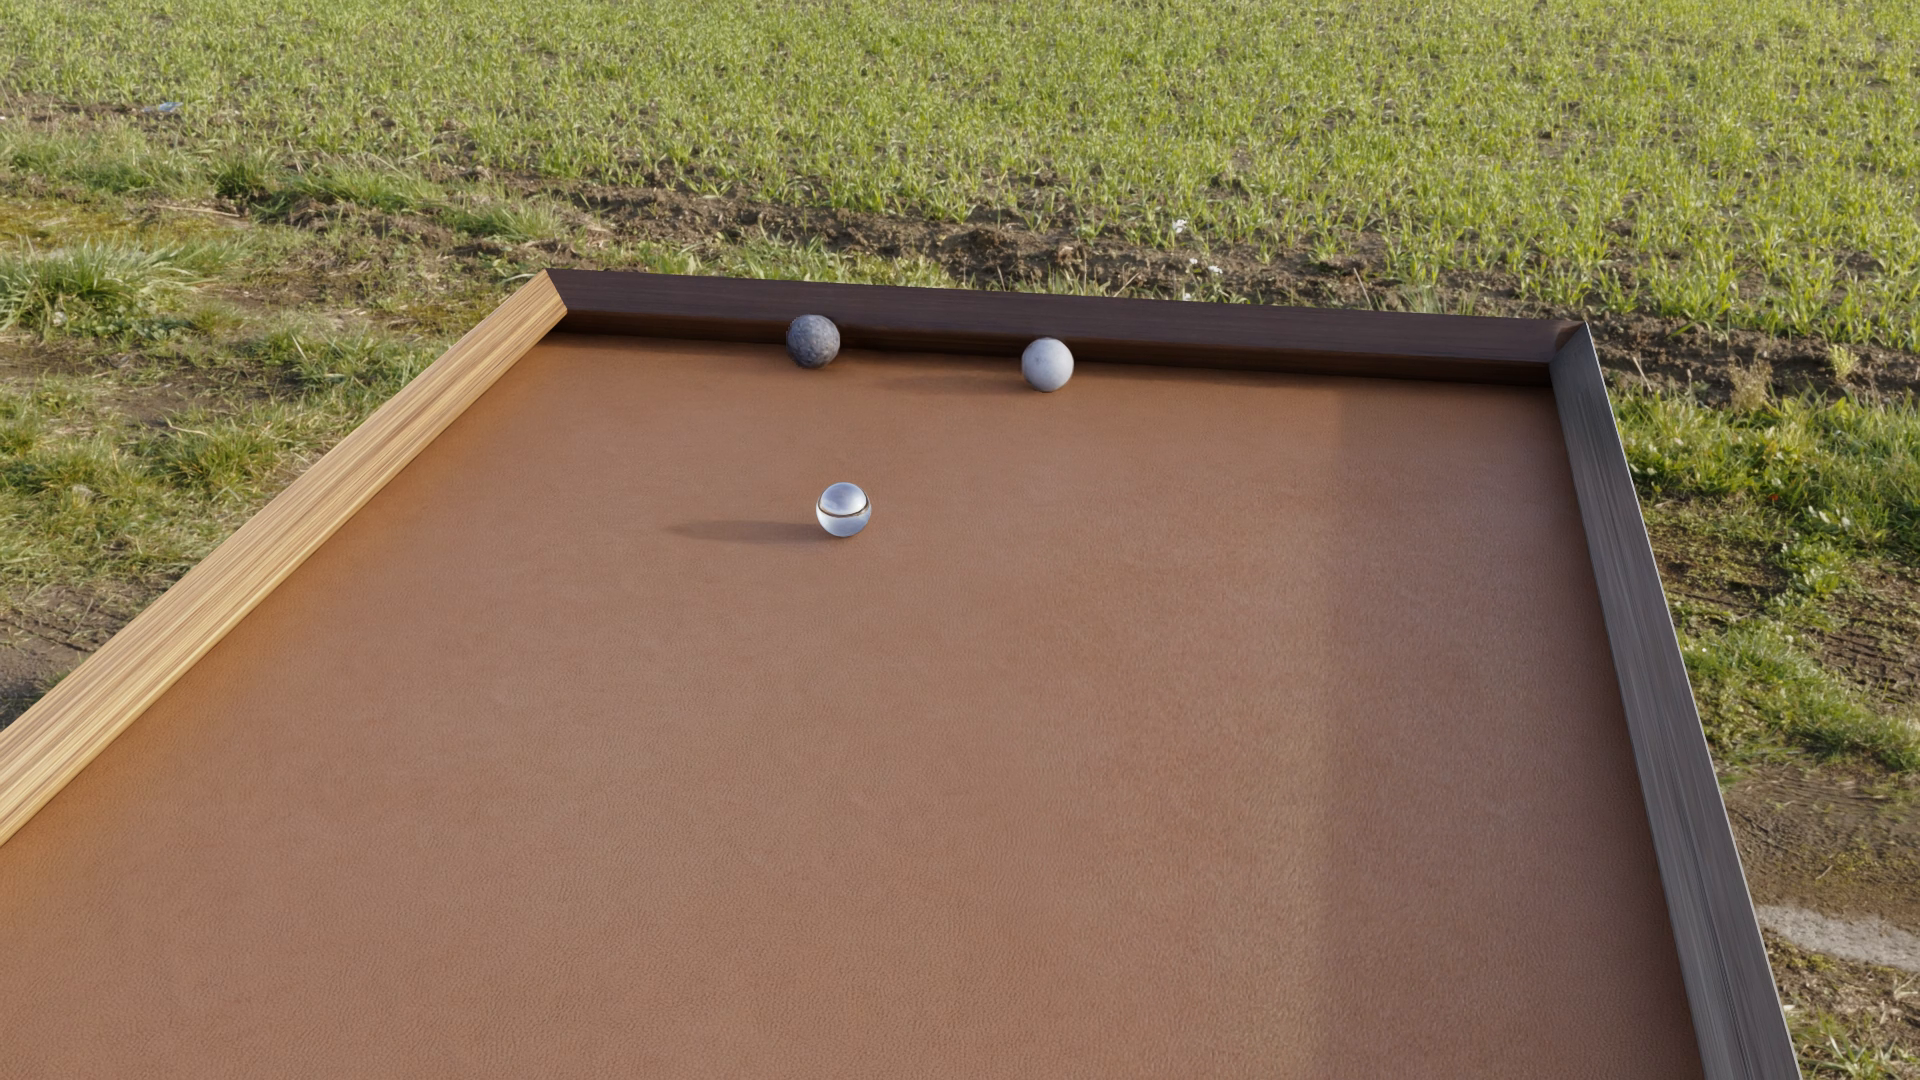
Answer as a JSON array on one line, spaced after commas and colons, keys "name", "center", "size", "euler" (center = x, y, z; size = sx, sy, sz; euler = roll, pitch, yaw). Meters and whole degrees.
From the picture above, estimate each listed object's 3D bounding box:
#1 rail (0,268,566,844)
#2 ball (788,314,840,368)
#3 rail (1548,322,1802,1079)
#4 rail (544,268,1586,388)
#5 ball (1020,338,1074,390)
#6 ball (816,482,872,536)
[{"name": "rail", "center": [-0.758, 0.208, 1.767], "size": [0.045, 0.088, 2.650], "euler": [4, 24, 9]}, {"name": "ball", "center": [-0.188, -0.256, 2.837], "size": [0.068, 0.068, 0.068], "euler": [0, 24, 0]}, {"name": "rail", "center": [0.535, 0.298, 1.565], "size": [0.045, 0.088, 2.650], "euler": [4, 24, 9]}, {"name": "rail", "center": [0.107, -0.269, 2.838], "size": [1.359, 0.088, 0.045], "euler": [4, 24, 9]}, {"name": "ball", "center": [0.109, -0.221, 2.759], "size": [0.066, 0.066, 0.066], "euler": [0, 24, 0]}, {"name": "ball", "center": [-0.124, -0.033, 2.346], "size": [0.059, 0.059, 0.059], "euler": [0, 24, 0]}]
